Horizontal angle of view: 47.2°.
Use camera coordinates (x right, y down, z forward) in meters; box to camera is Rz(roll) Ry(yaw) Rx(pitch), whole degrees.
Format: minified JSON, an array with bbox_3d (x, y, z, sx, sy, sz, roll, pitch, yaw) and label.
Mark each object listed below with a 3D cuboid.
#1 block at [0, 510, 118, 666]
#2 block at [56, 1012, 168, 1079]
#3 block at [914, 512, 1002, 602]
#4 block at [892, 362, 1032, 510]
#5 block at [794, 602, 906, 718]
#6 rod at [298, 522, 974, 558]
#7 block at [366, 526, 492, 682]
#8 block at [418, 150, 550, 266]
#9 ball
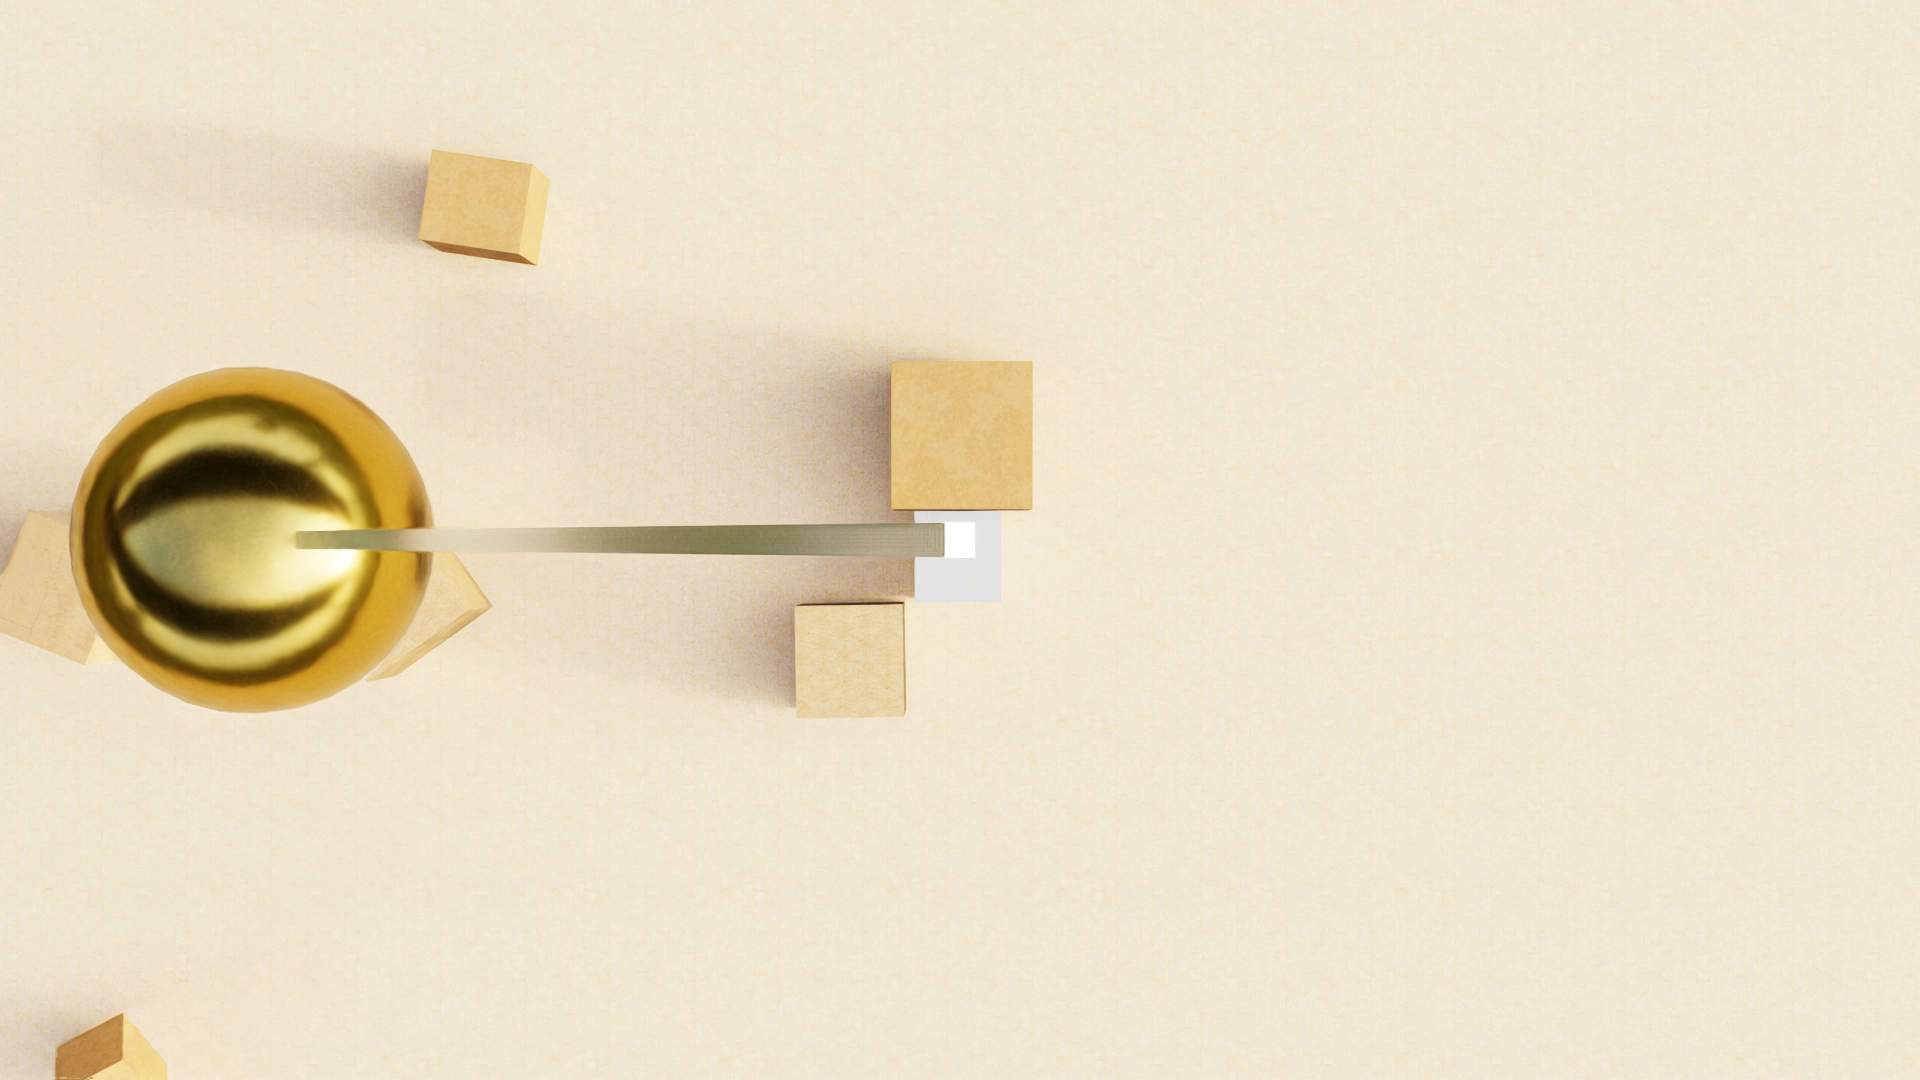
[{"bbox_3d":[-5.068,0.268,12.669,0.614,0.662,0.694,22,90,0],"label":"block"},{"bbox_3d":[-4.885,3.113,12.673,0.421,0.439,0.469,-28,122,-5],"label":"block"},{"bbox_3d":[-0.011,0.095,12.730,0.491,0.540,0.517,0,90,0],"label":"block"},{"bbox_3d":[0.011,-0.586,12.641,0.789,0.718,0.826,0,90,0],"label":"block"},{"bbox_3d":[-0.625,0.687,12.710,0.608,0.580,0.635,-1,90,0],"label":"block"},{"bbox_3d":[-1.402,0.000,7.247,0.080,5.200,0.080,0,90,-33],"label":"rod"},{"bbox_3d":[-3.260,0.295,12.671,0.697,0.657,0.742,-36,90,0],"label":"block"},{"bbox_3d":[-2.744,-1.916,12.726,0.574,0.548,0.514,8,90,0],"label":"block"},{"bbox_3d":[-3.236,0.000,10.111,1.600,1.600,1.600,0,90,0],"label":"ball"}]
